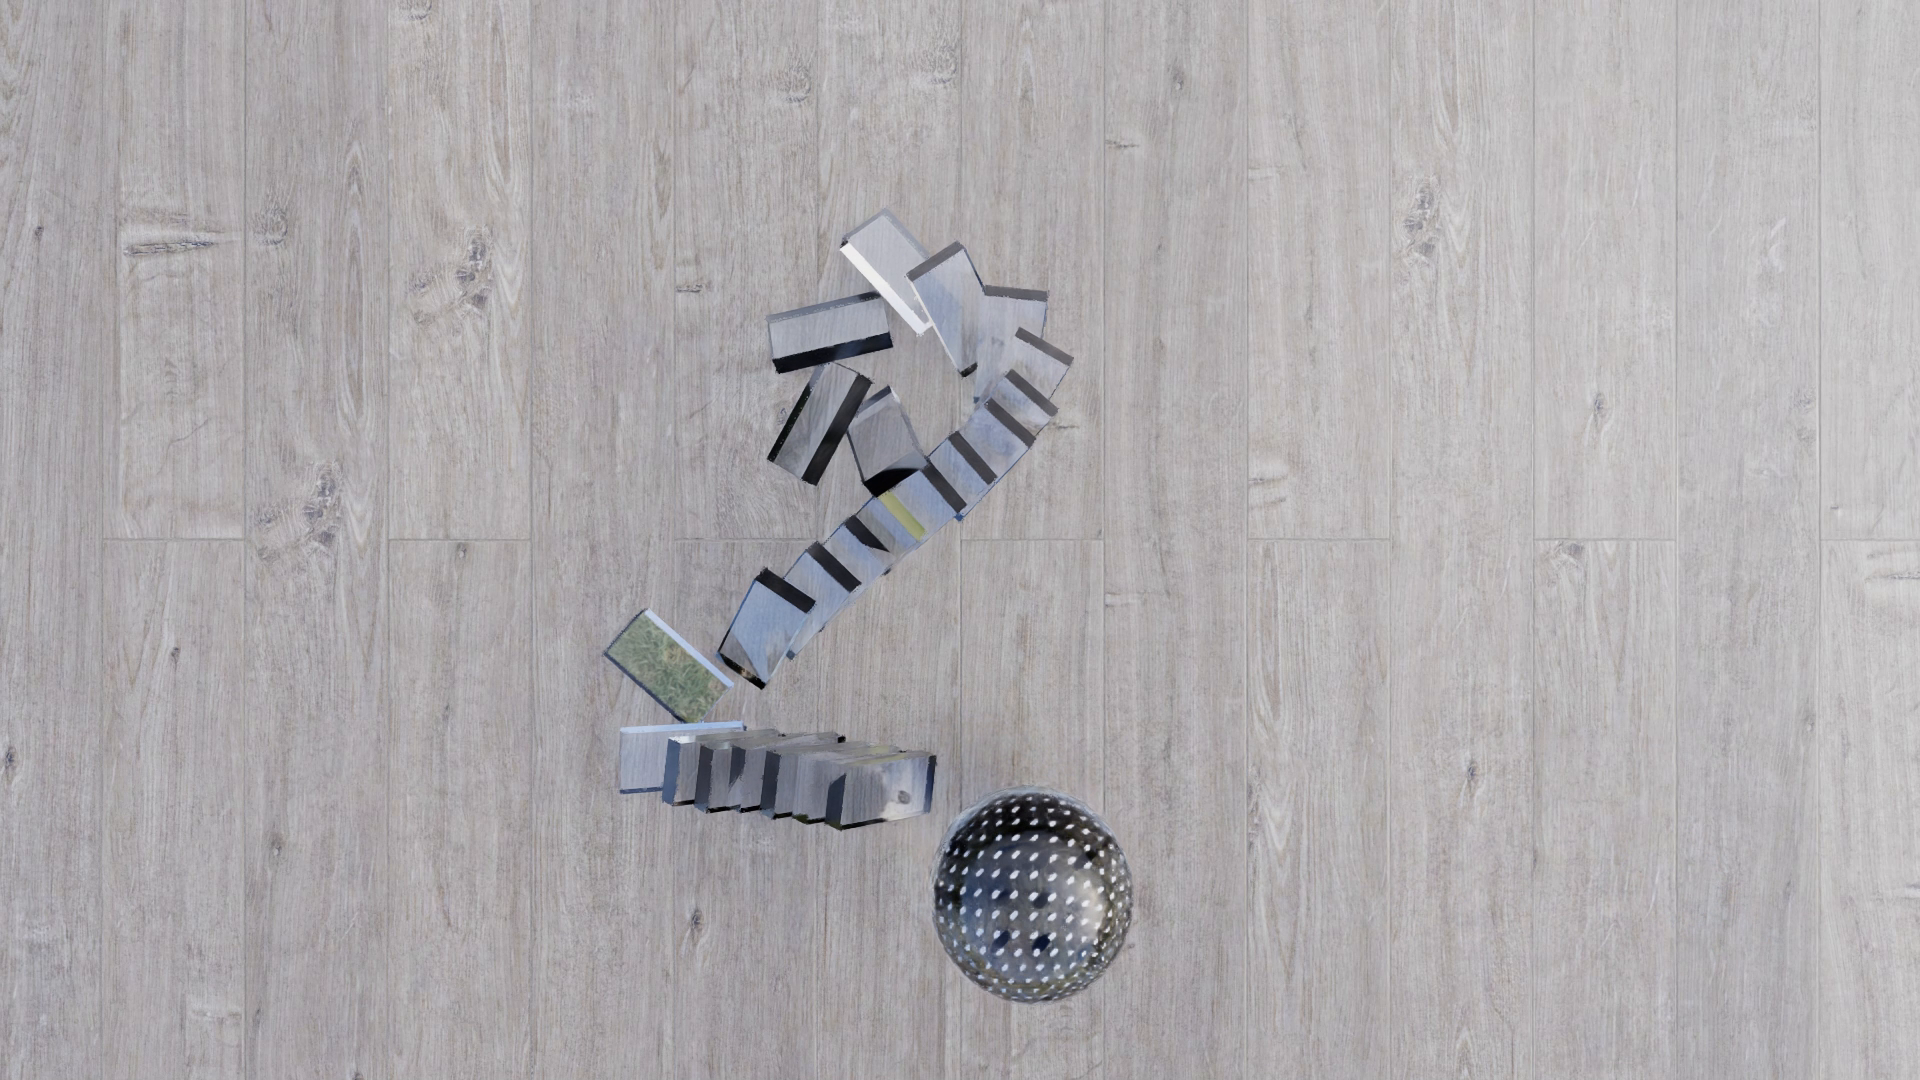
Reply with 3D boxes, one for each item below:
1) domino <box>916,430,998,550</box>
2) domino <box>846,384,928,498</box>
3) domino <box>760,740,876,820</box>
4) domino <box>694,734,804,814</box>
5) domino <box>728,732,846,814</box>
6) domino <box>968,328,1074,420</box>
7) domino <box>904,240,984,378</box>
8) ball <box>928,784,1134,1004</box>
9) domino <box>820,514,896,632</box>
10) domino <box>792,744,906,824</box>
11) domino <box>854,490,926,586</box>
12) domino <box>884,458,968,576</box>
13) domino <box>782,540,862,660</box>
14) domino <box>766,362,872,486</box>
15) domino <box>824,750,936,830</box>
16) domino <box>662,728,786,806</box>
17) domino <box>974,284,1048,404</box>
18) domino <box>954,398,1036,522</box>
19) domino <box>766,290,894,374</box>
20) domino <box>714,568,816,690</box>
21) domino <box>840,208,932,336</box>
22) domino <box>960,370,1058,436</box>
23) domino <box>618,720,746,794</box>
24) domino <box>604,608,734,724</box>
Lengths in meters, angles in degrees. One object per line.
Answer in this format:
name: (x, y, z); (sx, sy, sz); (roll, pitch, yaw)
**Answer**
domino: (-0.010, -0.020, 0.381); (0.025, 0.009, 0.050); (49, 127, 0)
domino: (-0.032, -0.041, 0.377); (0.025, 0.050, 0.010); (-33, 131, 8)
domino: (-0.058, 0.098, 0.379); (0.009, 0.050, 0.025); (6, 90, 43)
domino: (-0.084, 0.096, 0.379); (0.010, 0.050, 0.025); (6, 90, 43)
domino: (-0.071, 0.095, 0.378); (0.010, 0.050, 0.025); (6, 92, 43)
domino: (0.023, -0.060, 0.380); (0.025, 0.009, 0.050); (29, 128, -3)
domino: (0.000, -0.095, 0.380); (0.025, 0.010, 0.050); (-33, 131, 0)
ball: (0.028, 0.138, 0.360); (0.080, 0.080, 0.080); (0, 90, 0)
domino: (-0.052, 0.015, 0.382); (0.025, 0.009, 0.050); (46, 123, 0)
domino: (-0.045, 0.100, 0.379); (0.009, 0.050, 0.025); (6, 90, 43)
domino: (-0.039, 0.003, 0.383); (0.025, 0.009, 0.050); (48, 123, 0)
domino: (-0.023, -0.009, 0.381); (0.025, 0.009, 0.050); (50, 126, -1)
domino: (-0.065, 0.026, 0.382); (0.025, 0.009, 0.050); (44, 123, 0)
domino: (-0.060, -0.051, 0.389); (0.025, 0.009, 0.050); (29, 90, 37)
domino: (-0.032, 0.102, 0.379); (0.009, 0.050, 0.025); (6, 90, 43)
domino: (-0.097, 0.093, 0.379); (0.009, 0.050, 0.025); (6, 90, 43)
domino: (0.020, -0.079, 0.380); (0.025, 0.010, 0.050); (6, 131, 0)
domino: (0.006, -0.032, 0.380); (0.025, 0.009, 0.050); (41, 127, -4)
domino: (-0.055, -0.089, 0.390); (0.050, 0.010, 0.025); (-13, 60, 0)
domino: (-0.082, 0.038, 0.383); (0.025, 0.009, 0.050); (34, 123, 0)
domino: (-0.024, -0.115, 0.391); (0.025, 0.009, 0.050); (-43, 90, -23)
domino: (0.015, -0.044, 0.381); (0.025, 0.010, 0.050); (40, 127, -3)
domino: (-0.116, 0.091, 0.384); (0.050, 0.009, 0.025); (2, 93, -26)
domino: (-0.125, 0.056, 0.395); (0.050, 0.009, 0.025); (41, 90, 0)
